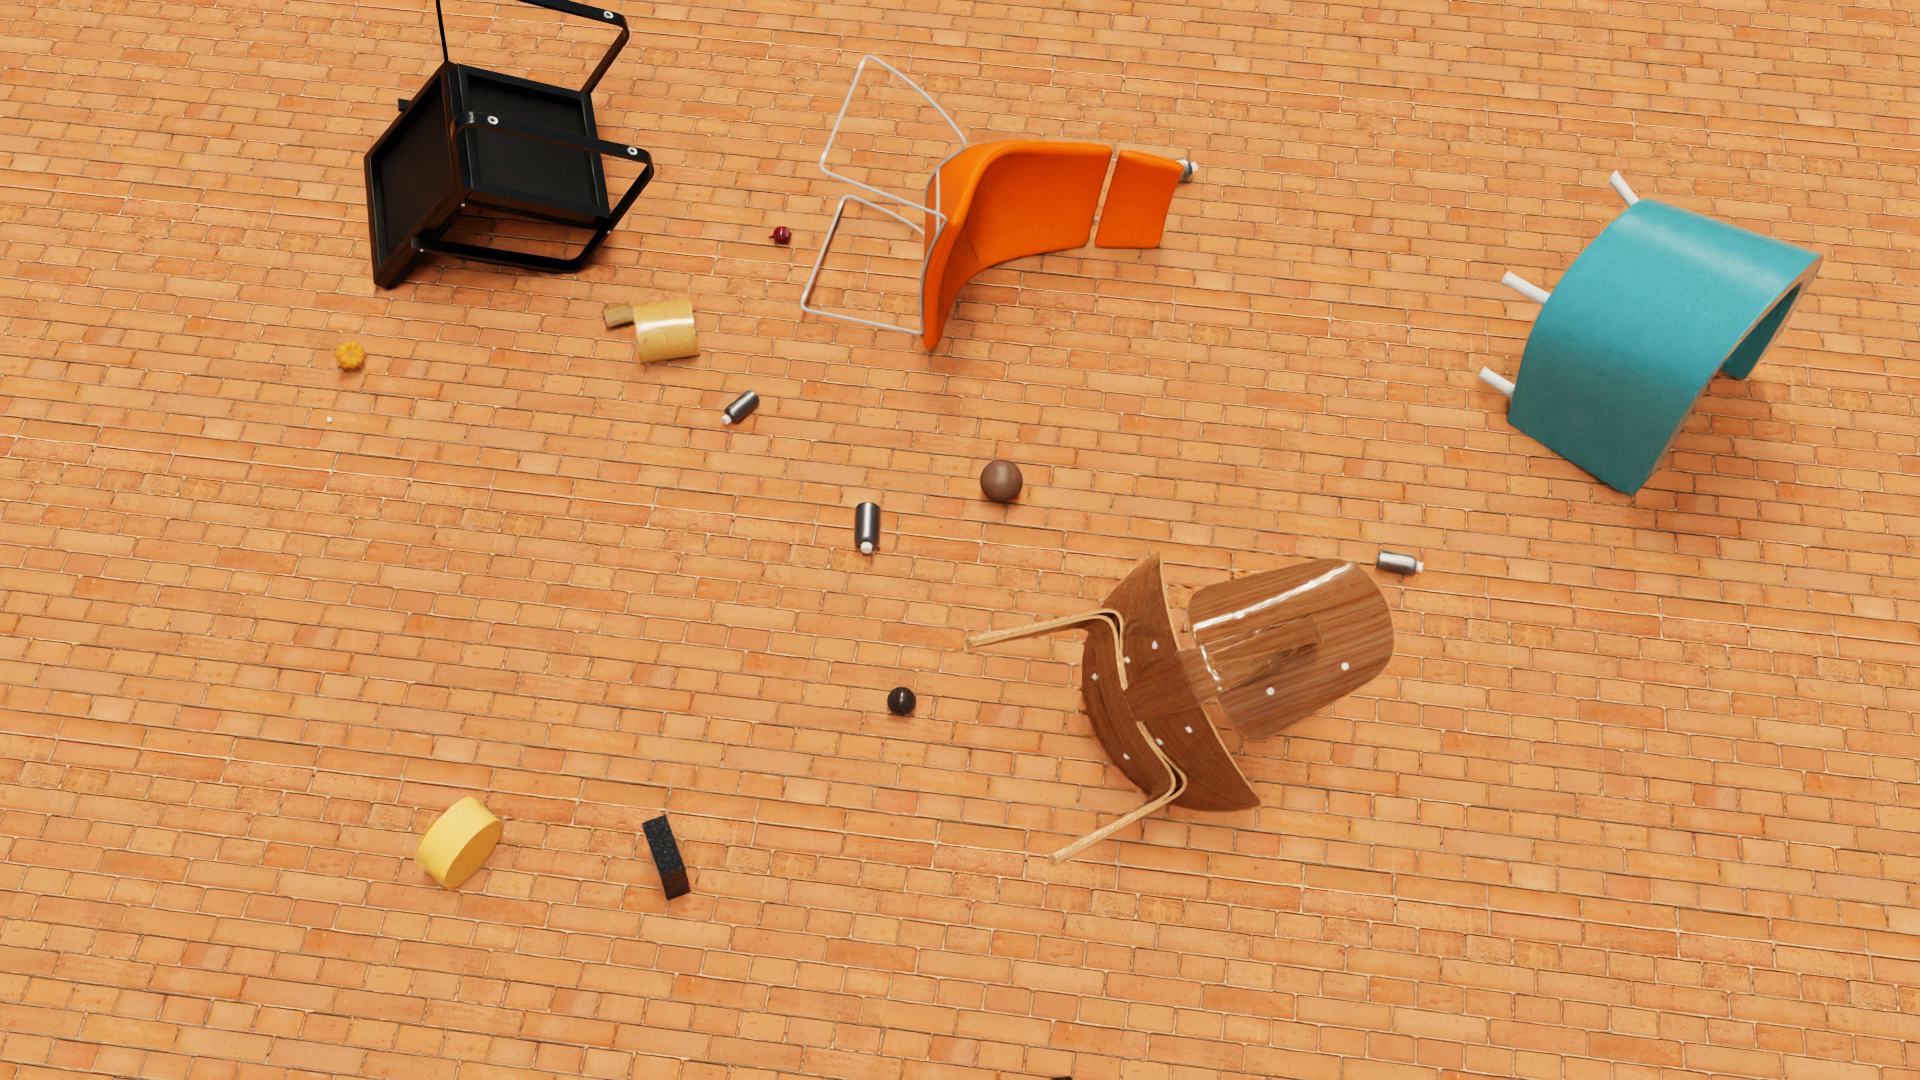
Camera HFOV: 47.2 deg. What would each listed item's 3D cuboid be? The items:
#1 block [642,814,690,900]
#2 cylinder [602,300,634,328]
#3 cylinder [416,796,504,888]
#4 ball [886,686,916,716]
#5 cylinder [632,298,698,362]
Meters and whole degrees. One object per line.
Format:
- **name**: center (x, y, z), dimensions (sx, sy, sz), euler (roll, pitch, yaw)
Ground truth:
- **block**: center (-0.790, 0.854, 5.911), dimensions (0.068, 0.150, 0.169), euler (-19, 58, -12)
- **cylinder**: center (-1.092, -0.720, 7.031), dimensions (0.093, 0.043, 0.082), euler (-17, 55, -11)
- **cylinder**: center (-1.348, 0.815, 5.928), dimensions (0.111, 0.153, 0.228), euler (36, 85, 22)
- **ball**: center (-0.165, 0.456, 6.218), dimensions (0.083, 0.083, 0.083), euler (0, 56, 0)
- **cylinder**: center (-0.926, -0.662, 6.923), dimensions (0.180, 0.152, 0.185), euler (-9, 76, -6)
